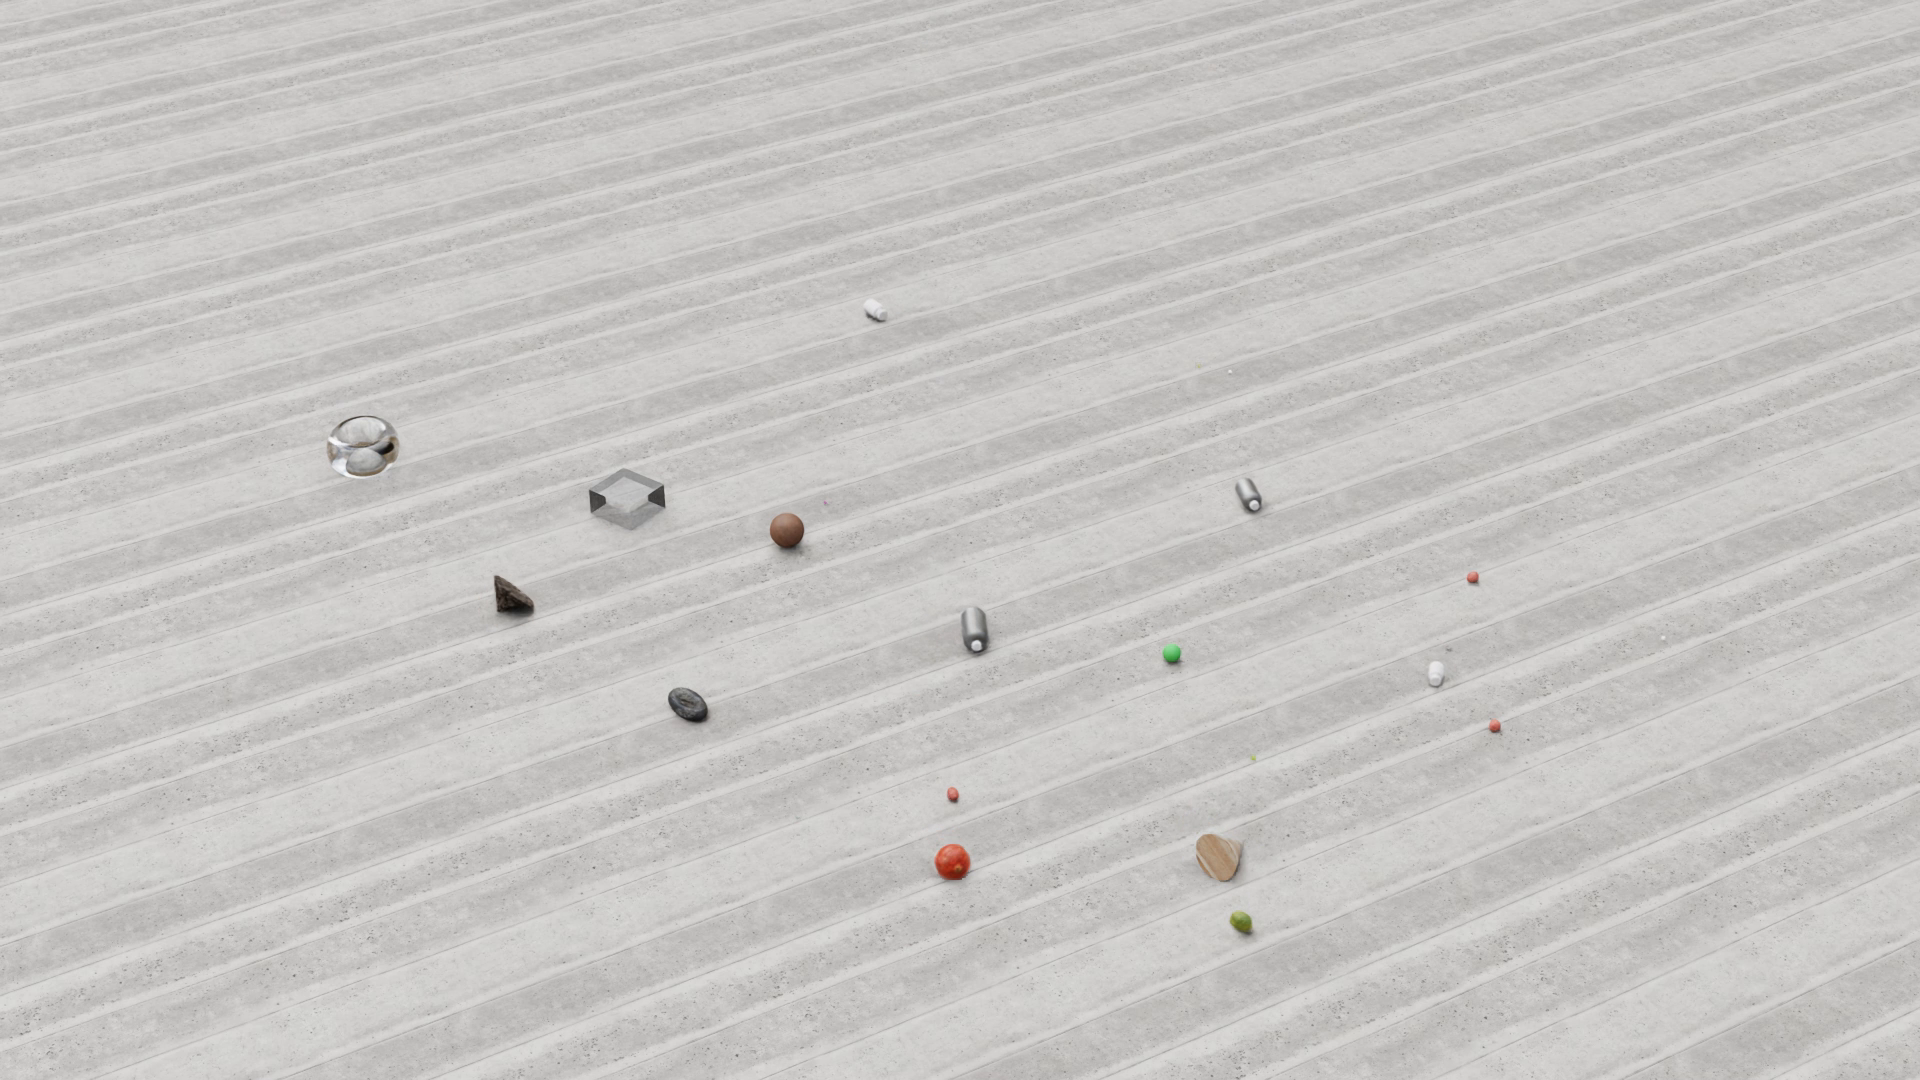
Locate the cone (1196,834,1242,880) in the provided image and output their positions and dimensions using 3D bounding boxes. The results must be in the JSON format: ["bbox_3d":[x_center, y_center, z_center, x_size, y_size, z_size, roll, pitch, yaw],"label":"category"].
[{"bbox_3d":[0.862,0.990,9.381,0.161,0.130,0.201,56,31,11],"label":"cone"}]

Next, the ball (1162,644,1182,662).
[{"bbox_3d":[0.743,0.396,10.285,0.065,0.065,0.065,0,33,0],"label":"ball"}]

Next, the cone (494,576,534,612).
[{"bbox_3d":[-1.634,0.221,10.548,0.178,0.185,0.097,40,94,27],"label":"cone"}]

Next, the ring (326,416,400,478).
[{"bbox_3d":[-2.317,-0.362,11.380,0.282,0.128,0.355,-1,32,-5],"label":"ring"}]

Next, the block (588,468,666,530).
[{"bbox_3d":[-1.257,-0.155,11.083,0.204,0.107,0.195,22,39,29],"label":"block"}]

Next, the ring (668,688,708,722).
[{"bbox_3d":[-0.933,0.563,10.046,0.110,0.050,0.184,-24,41,-30],"label":"ring"}]
